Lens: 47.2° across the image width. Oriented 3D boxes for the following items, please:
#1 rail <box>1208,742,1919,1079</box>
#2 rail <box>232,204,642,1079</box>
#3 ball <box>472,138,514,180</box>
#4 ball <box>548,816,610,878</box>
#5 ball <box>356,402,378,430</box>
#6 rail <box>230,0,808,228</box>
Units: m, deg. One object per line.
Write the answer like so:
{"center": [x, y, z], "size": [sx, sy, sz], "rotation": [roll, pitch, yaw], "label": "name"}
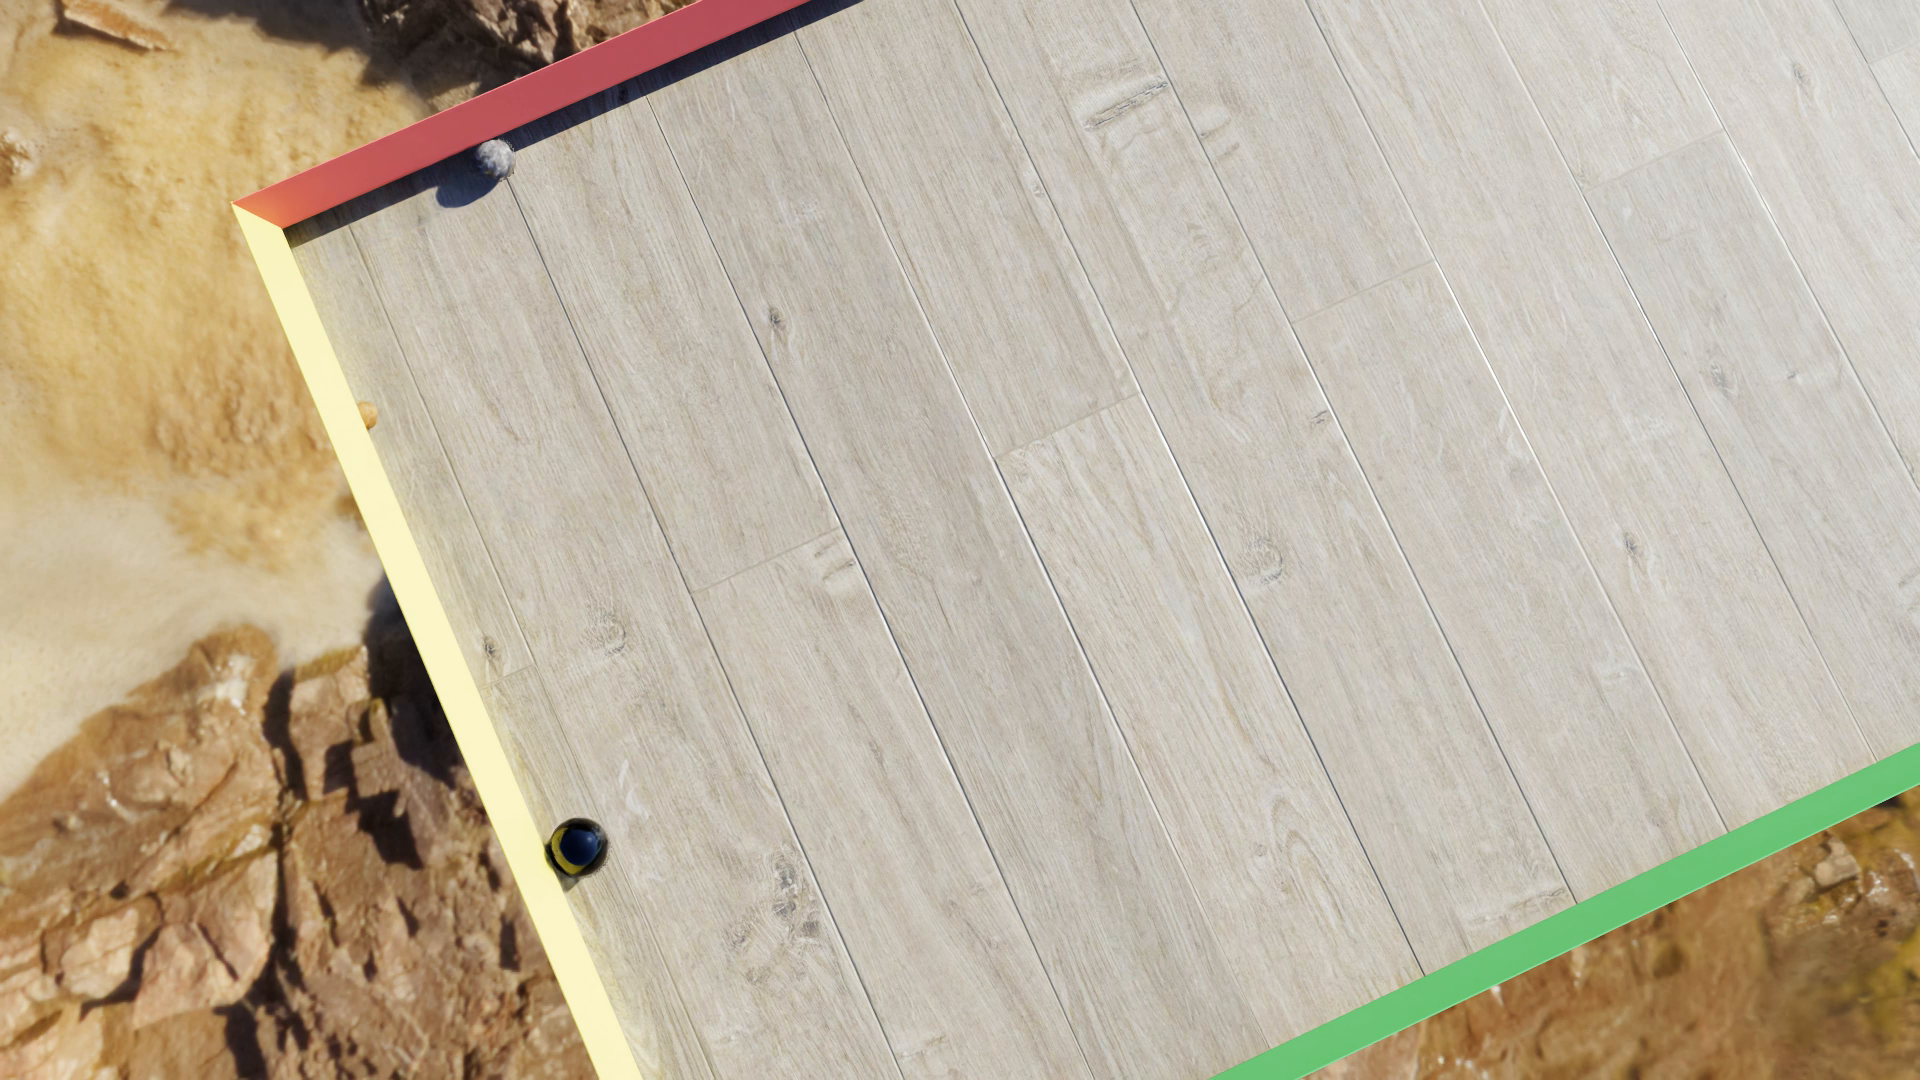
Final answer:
{"center": [1.078, 0.464, 3.178], "size": [3.131, 0.113, 0.045], "rotation": [-24, 82, -4], "label": "rail"}
{"center": [-0.690, 0.308, 3.203], "size": [0.045, 0.113, 1.806], "rotation": [-24, 82, -4], "label": "rail"}
{"center": [-0.715, -0.583, 3.369], "size": [0.062, 0.062, 0.062], "rotation": [0, 81, 0], "label": "ball"}
{"center": [-0.553, 0.446, 3.195], "size": [0.087, 0.087, 0.087], "rotation": [0, 81, 0], "label": "ball"}
{"center": [-0.898, -0.188, 3.318], "size": [0.041, 0.041, 0.041], "rotation": [0, 81, 0], "label": "ball"}
{"center": [0.346, -1.116, 3.427], "size": [3.131, 0.113, 0.045], "rotation": [-24, 82, -4], "label": "rail"}
